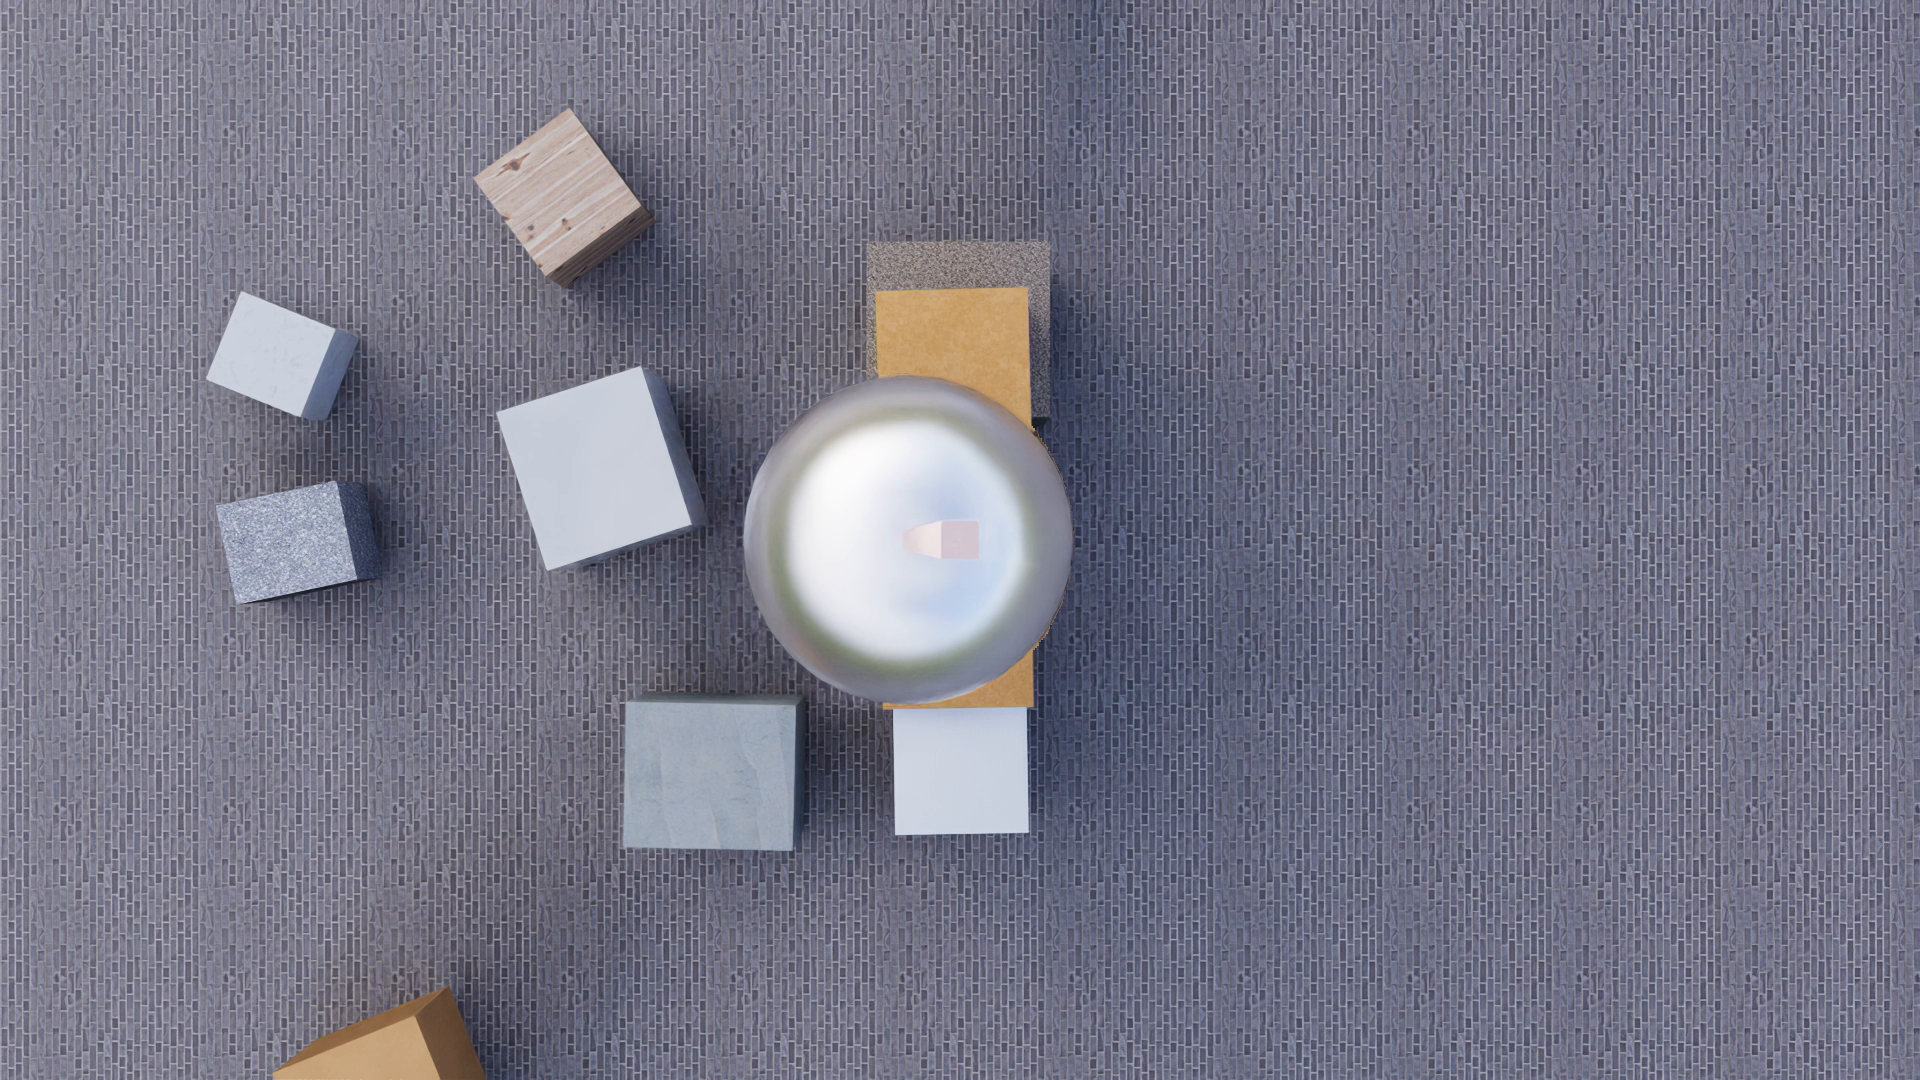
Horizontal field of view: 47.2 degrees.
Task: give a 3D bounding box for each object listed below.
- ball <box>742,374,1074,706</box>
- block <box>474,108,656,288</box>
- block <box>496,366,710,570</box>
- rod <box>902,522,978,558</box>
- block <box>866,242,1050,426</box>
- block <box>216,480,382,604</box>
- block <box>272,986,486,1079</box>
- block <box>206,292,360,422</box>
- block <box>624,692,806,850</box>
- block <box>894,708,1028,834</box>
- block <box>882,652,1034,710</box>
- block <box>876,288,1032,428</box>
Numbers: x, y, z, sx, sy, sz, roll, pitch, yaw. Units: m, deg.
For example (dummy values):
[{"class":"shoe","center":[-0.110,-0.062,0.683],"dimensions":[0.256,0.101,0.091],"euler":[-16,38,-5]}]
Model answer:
[{"class":"ball","center":[-0.249,0.000,10.654],"dimensions":[1.600,1.600,1.600],"euler":[0,90,0]},{"class":"block","center":[-2.265,-1.958,12.685],"dimensions":[0.670,0.629,0.685],"euler":[-36,90,0]},{"class":"block","center":[-2.009,-0.393,12.533],"dimensions":[0.834,0.934,0.912],"euler":[-18,90,0]},{"class":"rod","center":[-0.108,0.000,7.257],"dimensions":[0.080,5.200,0.080],"euler":[0,90,-2]},{"class":"block","center":[-0.010,-1.148,12.488],"dimensions":[1.000,1.024,0.956],"euler":[0,90,0]},{"class":"block","center":[-3.811,0.015,12.719],"dimensions":[0.697,0.562,0.571],"euler":[-12,90,0]},{"class":"block","center":[-3.248,3.203,12.589],"dimensions":[0.848,0.822,0.885],"euler":[-22,90,0]},{"class":"block","center":[-3.917,-1.056,12.748],"dimensions":[0.577,0.504,0.540],"euler":[22,90,0]},{"class":"block","center":[-1.385,1.306,12.579],"dimensions":[0.938,0.843,0.803],"euler":[1,90,0]},{"class":"block","center":[0.005,1.283,12.617],"dimensions":[0.742,0.765,0.704],"euler":[-1,90,0]},{"class":"block","center":[-0.016,0.539,12.584],"dimensions":[0.834,0.832,0.784],"euler":[-1,90,0]},{"class":"block","center":[-0.033,-0.914,11.611],"dimensions":[0.779,0.730,0.736],"euler":[-2,90,0]}]
